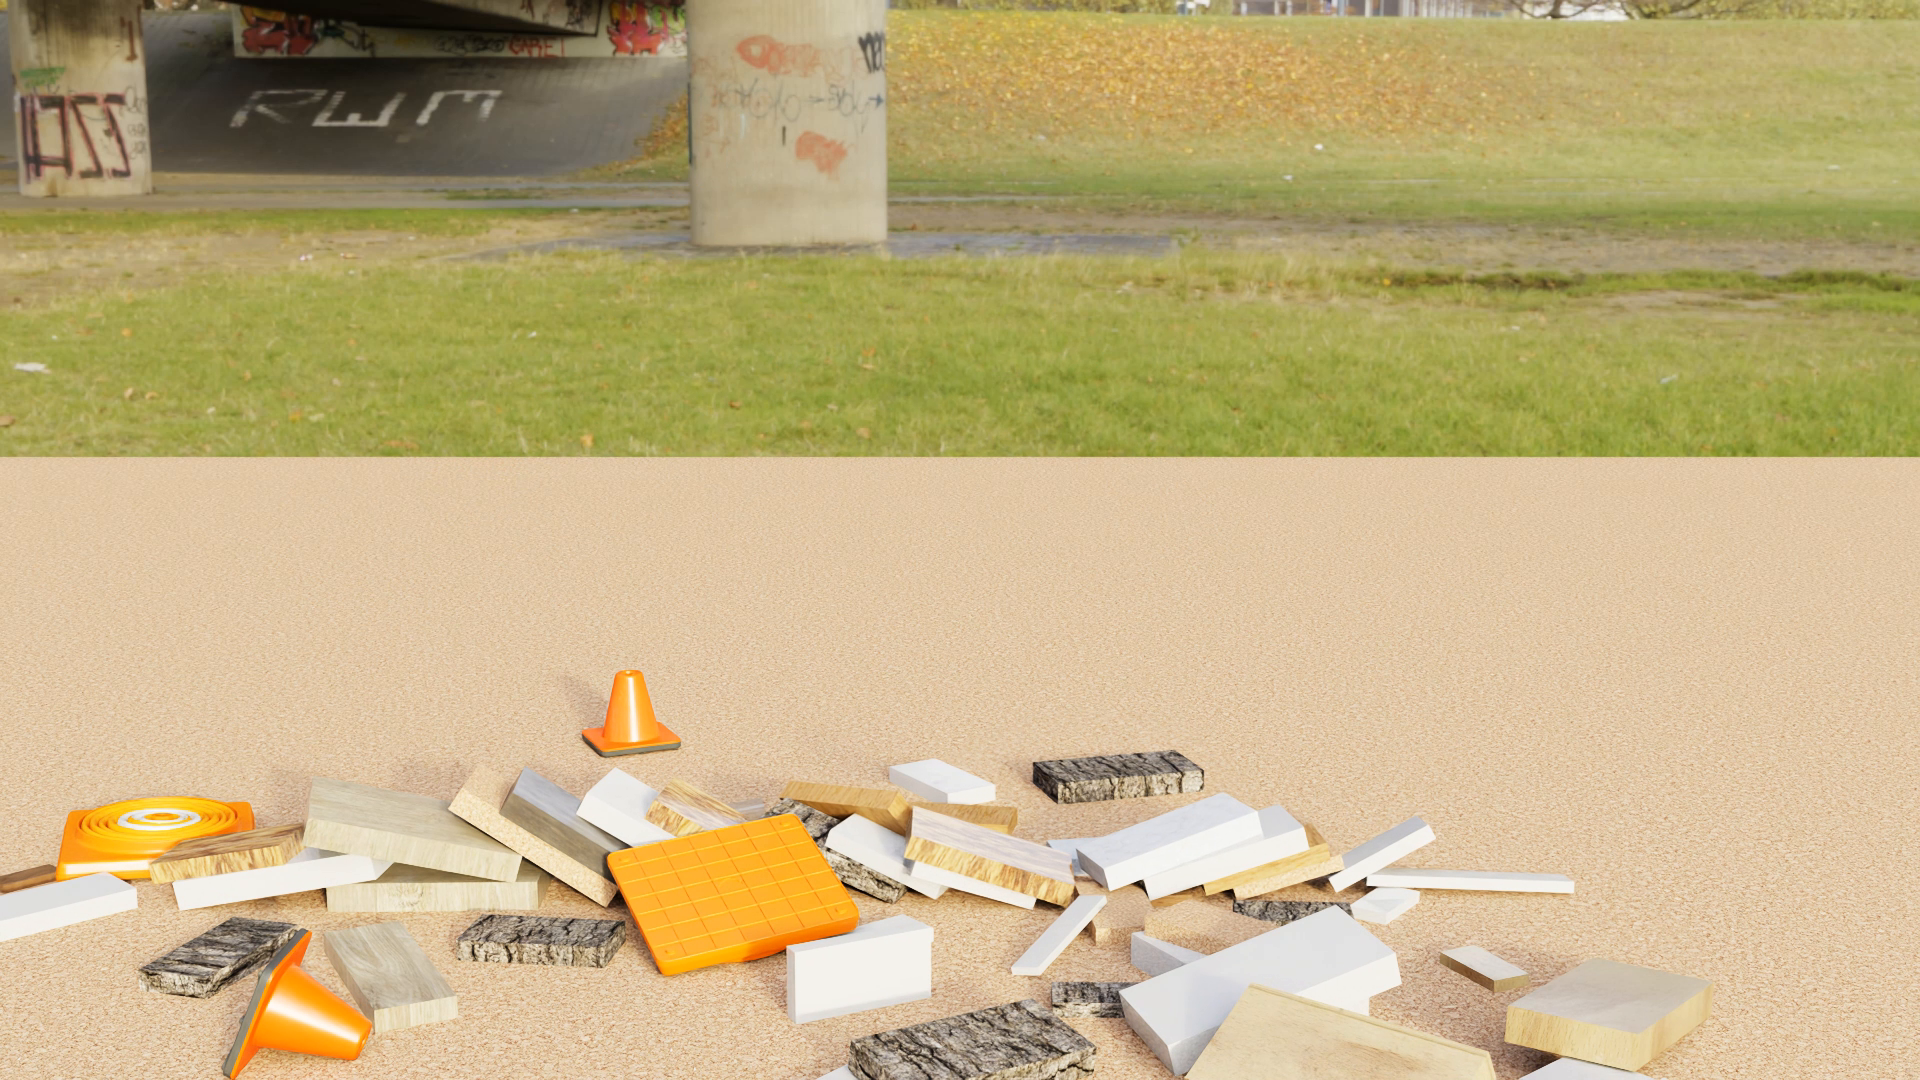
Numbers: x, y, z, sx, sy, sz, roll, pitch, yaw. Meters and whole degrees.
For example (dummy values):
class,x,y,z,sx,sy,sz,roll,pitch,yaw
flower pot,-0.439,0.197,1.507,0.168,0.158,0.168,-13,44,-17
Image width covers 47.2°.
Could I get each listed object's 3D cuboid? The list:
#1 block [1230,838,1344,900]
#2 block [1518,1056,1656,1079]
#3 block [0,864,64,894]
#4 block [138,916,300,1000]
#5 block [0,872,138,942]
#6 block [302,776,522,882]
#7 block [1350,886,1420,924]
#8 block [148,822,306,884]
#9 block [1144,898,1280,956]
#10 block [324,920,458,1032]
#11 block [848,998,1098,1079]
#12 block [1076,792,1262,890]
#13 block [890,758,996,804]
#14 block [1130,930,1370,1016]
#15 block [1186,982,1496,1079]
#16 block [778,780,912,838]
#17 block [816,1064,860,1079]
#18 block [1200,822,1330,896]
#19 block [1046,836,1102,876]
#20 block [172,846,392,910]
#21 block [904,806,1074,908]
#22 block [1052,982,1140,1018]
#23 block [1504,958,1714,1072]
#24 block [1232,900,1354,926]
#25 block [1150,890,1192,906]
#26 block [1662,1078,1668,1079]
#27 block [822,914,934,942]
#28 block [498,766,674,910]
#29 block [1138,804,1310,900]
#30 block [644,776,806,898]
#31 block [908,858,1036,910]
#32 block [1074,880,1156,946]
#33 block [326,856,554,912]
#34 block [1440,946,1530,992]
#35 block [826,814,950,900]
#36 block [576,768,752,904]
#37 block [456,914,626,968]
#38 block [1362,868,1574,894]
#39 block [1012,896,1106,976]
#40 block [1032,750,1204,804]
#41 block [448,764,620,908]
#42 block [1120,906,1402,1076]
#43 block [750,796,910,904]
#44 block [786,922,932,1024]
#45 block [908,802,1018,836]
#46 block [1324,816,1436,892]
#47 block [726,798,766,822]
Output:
class,x,y,z,sx,sy,sz,roll,pitch,yaw
block,0.539,0.550,3.678,0.187,0.027,0.094,-16,11,-3
block,0.870,0.737,2.740,0.175,0.049,0.349,-9,14,-41
block,-1.578,0.573,3.721,0.051,0.015,0.103,9,14,41
block,-1.124,0.633,3.344,0.117,0.033,0.233,3,11,17
block,-1.472,0.593,3.560,0.235,0.033,0.117,-10,15,-43
block,-0.895,0.473,3.600,0.341,0.048,0.171,13,13,-17
block,0.694,0.595,3.593,0.065,0.018,0.130,7,13,35
block,-1.200,0.515,3.628,0.235,0.033,0.117,-9,11,11
block,0.395,0.592,3.303,0.214,0.030,0.107,10,15,43
block,-0.852,0.646,3.276,0.117,0.033,0.345,-5,12,-27
block,0.018,0.690,2.933,0.298,0.042,0.149,-5,19,-34
block,0.346,0.499,3.656,0.278,0.039,0.139,-18,12,-14
block,-0.036,0.469,4.239,0.107,0.030,0.213,-7,12,-32
block,0.423,0.643,3.247,0.174,0.049,0.348,-6,12,-29
block,0.481,0.685,2.802,0.349,0.049,0.175,9,43,40
block,-0.177,0.483,3.801,0.268,0.134,0.038,0,46,43
block,-0.140,0.722,2.898,0.079,0.022,0.158,9,14,39
block,0.500,0.532,3.671,0.214,0.030,0.107,-16,11,-1
block,0.267,0.546,3.821,0.213,0.030,0.107,-2,11,-11
block,-1.102,0.535,3.643,0.341,0.048,0.171,-10,11,8
block,0.048,0.520,3.624,0.278,0.039,0.139,18,13,-4
block,0.212,0.667,3.191,0.158,0.022,0.079,0,11,1
block,0.906,0.653,3.049,0.174,0.049,0.379,7,4,33
block,0.533,0.606,3.512,0.187,0.027,0.094,1,11,3
block,0.341,0.579,3.675,0.068,0.019,0.137,-1,11,-4
block,0.773,0.743,2.542,0.349,0.049,0.175,-18,20,-31
block,-0.128,0.623,3.432,0.158,0.022,0.079,-8,13,-38
block,-0.612,0.492,3.640,0.301,0.043,0.151,33,7,-9
block,0.425,0.518,3.660,0.278,0.039,0.139,-17,11,-6
block,-0.387,0.498,3.692,0.268,0.038,0.134,29,13,2
block,0.020,0.548,3.625,0.209,0.030,0.104,17,13,-8
block,0.253,0.599,3.537,0.107,0.030,0.214,-1,11,-6
block,-0.861,0.566,3.665,0.341,0.048,0.171,0,11,-1
block,0.790,0.646,3.317,0.065,0.018,0.130,-5,12,-25
block,-0.109,0.526,3.668,0.209,0.030,0.104,23,16,16
block,-0.481,0.494,3.690,0.301,0.043,0.151,29,13,3
block,-0.648,0.621,3.411,0.233,0.033,0.117,1,11,7
block,0.846,0.568,3.675,0.343,0.018,0.065,2,3,-1
block,0.156,0.612,3.414,0.046,0.013,0.262,-6,13,29
block,0.306,0.459,4.261,0.298,0.042,0.149,-3,11,-17
block,-0.693,0.488,3.644,0.302,0.043,0.151,33,7,-7
block,0.417,0.625,3.071,0.348,0.049,0.174,-19,18,-13
block,-0.203,0.521,3.703,0.268,0.038,0.134,22,16,13
block,-0.145,0.625,3.183,0.215,0.108,0.030,-5,12,-27
block,-0.012,0.500,3.910,0.213,0.030,0.107,2,11,11
block,0.698,0.524,3.680,0.187,0.027,0.094,-29,3,1
block,-0.442,0.506,3.973,0.182,0.026,0.091,-10,10,-8
